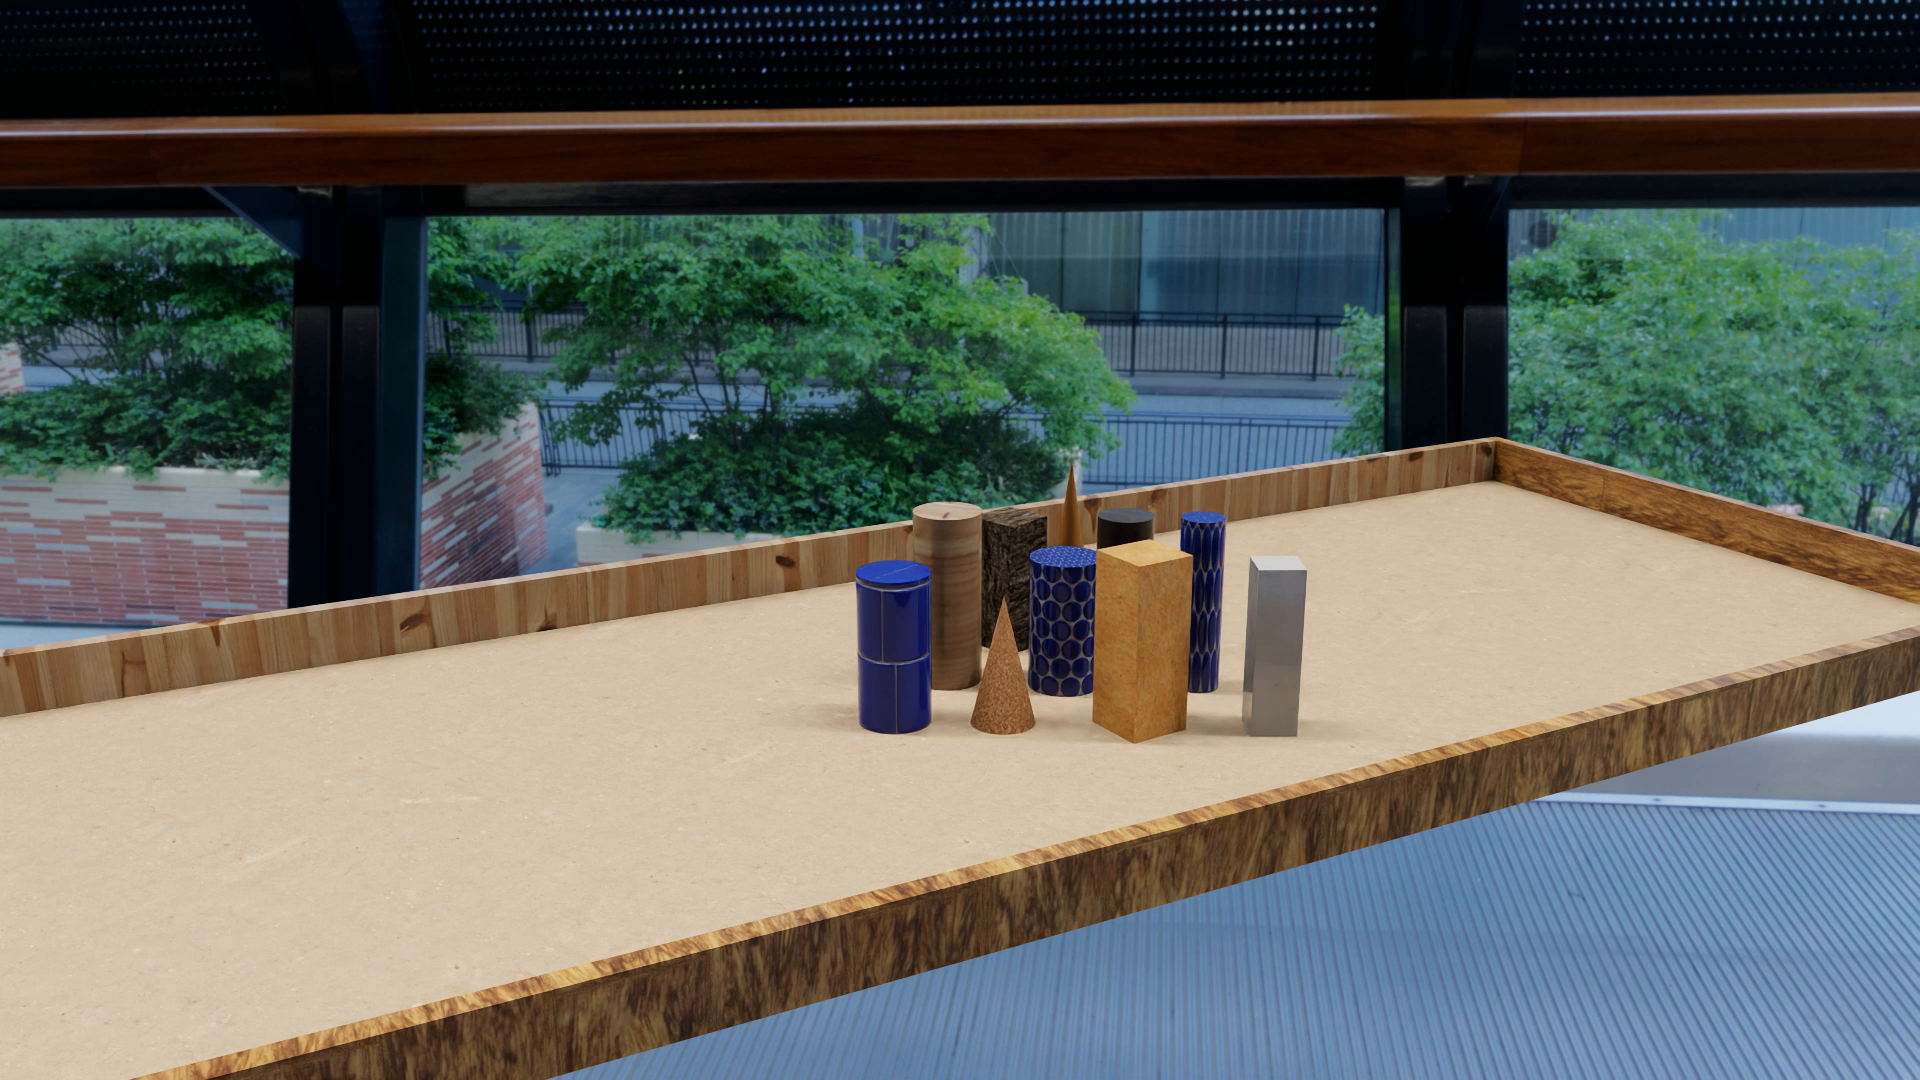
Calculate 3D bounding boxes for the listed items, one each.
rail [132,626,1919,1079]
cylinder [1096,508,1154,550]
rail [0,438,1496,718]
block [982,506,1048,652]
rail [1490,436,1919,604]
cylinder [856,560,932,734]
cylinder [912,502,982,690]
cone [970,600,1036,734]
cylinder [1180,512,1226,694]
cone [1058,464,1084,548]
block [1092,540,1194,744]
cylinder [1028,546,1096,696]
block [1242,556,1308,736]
[{"bbox_3d":[-2.336,1.006,1.665,12.000,0.150,0.050,-9,18,-27],"label":"rail"},{"bbox_3d":[0.432,0.109,4.343,0.148,0.362,0.148,0,16,0],"label":"cylinder"},{"bbox_3d":[-3.305,0.497,3.399,12.000,0.150,0.050,-9,18,-27],"label":"rail"},{"bbox_3d":[0.129,0.107,4.370,0.140,0.351,0.140,-16,22,-42],"label":"block"},{"bbox_3d":[2.466,-0.048,5.253,0.050,0.150,2.100,-9,18,-27],"label":"rail"},{"bbox_3d":[-0.153,0.249,3.852,0.174,0.369,0.174,0,16,0],"label":"cylinder"},{"bbox_3d":[-0.031,0.139,4.104,0.171,0.439,0.171,0,16,0],"label":"cylinder"},{"bbox_3d":[0.102,0.279,3.848,0.153,0.315,0.153,0,16,0],"label":"cone"},{"bbox_3d":[0.591,0.154,4.058,0.108,0.436,0.108,0,16,0],"label":"cylinder"},{"bbox_3d":[0.305,-0.002,4.558,0.134,0.454,0.134,0,16,0],"label":"cone"},{"bbox_3d":[0.420,0.232,3.812,0.156,0.424,0.156,-10,19,-32],"label":"block"},{"bbox_3d":[0.260,0.200,4.083,0.179,0.333,0.179,0,16,0],"label":"cylinder"},{"bbox_3d":[0.723,0.246,3.804,0.108,0.403,0.108,0,16,-1],"label":"block"}]
